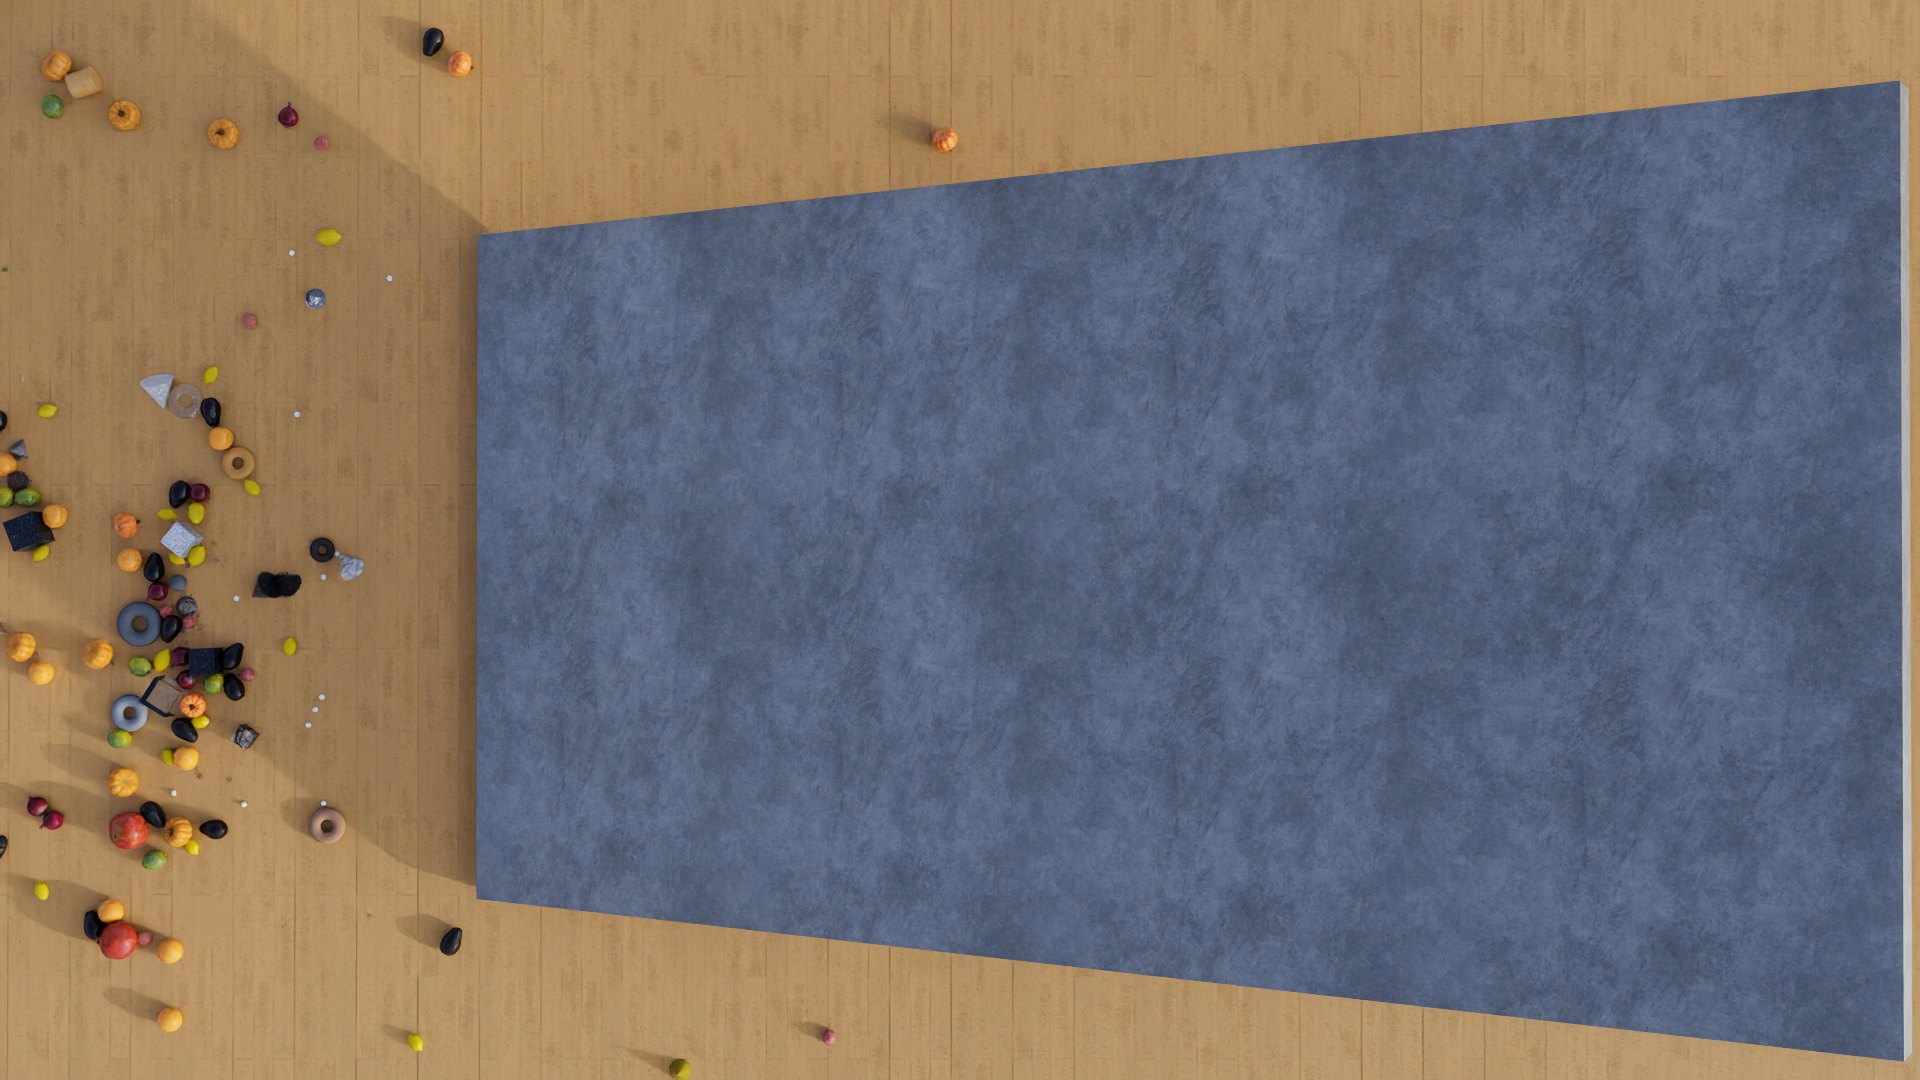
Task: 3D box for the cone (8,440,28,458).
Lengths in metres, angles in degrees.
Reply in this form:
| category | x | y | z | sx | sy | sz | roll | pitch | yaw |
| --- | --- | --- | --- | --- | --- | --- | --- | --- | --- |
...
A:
| category | x | y | z | sx | sy | sz | roll | pitch | yaw |
| --- | --- | --- | --- | --- | --- | --- | --- | --- | --- |
| cone | -2.859 | -0.268 | 6.703 | 0.055 | 0.055 | 0.055 | -31 | 116 | 0 |

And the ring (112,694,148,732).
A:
| category | x | y | z | sx | sy | sz | roll | pitch | yaw |
| --- | --- | --- | --- | --- | --- | --- | --- | --- | --- |
| ring | -2.525 | 0.526 | 6.690 | 0.114 | 0.038 | 0.114 | 0 | 89 | 1 |

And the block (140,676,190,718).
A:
| category | x | y | z | sx | sy | sz | roll | pitch | yaw |
| --- | --- | --- | --- | --- | --- | --- | --- | --- | --- |
| block | -2.410 | 0.473 | 6.664 | 0.089 | 0.089 | 0.089 | 32 | 90 | 0 |

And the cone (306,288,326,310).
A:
| category | x | y | z | sx | sy | sz | roll | pitch | yaw |
| --- | --- | --- | --- | --- | --- | --- | --- | --- | --- |
| cone | -1.969 | -0.737 | 6.687 | 0.064 | 0.064 | 0.064 | 0 | 89 | 0 |

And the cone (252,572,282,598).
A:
| category | x | y | z | sx | sy | sz | roll | pitch | yaw |
| --- | --- | --- | --- | --- | --- | --- | --- | --- | --- |
| cone | -2.128 | 0.156 | 6.691 | 0.089 | 0.089 | 0.089 | -30 | 90 | 26 |

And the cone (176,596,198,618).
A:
| category | x | y | z | sx | sy | sz | roll | pitch | yaw |
| --- | --- | --- | --- | --- | --- | --- | --- | --- | --- |
| cone | -2.360 | 0.203 | 6.678 | 0.065 | 0.065 | 0.065 | 0 | 90 | 0 |

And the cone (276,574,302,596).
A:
| category | x | y | z | sx | sy | sz | roll | pitch | yaw |
| --- | --- | --- | --- | --- | --- | --- | --- | --- | --- |
| cone | -2.061 | 0.121 | 6.695 | 0.076 | 0.076 | 0.076 | 31 | 90 | 27 |

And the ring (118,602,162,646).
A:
| category | x | y | z | sx | sy | sz | roll | pitch | yaw |
| --- | --- | --- | --- | --- | --- | --- | --- | --- | --- |
| ring | -2.494 | 0.256 | 6.688 | 0.137 | 0.046 | 0.137 | 0 | 91 | 0 |

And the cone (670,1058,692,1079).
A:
| category | x | y | z | sx | sy | sz | roll | pitch | yaw |
| --- | --- | --- | --- | --- | --- | --- | --- | --- | --- |
| cone | -0.852 | 1.614 | 6.665 | 0.068 | 0.068 | 0.068 | 0 | 89 | 0 |

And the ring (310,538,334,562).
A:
| category | x | y | z | sx | sy | sz | roll | pitch | yaw |
| --- | --- | --- | --- | --- | --- | --- | --- | --- | --- |
| ring | -1.943 | 0.031 | 6.700 | 0.076 | 0.025 | 0.076 | 0 | 91 | -1 |

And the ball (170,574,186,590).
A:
| category | x | y | z | sx | sy | sz | roll | pitch | yaw |
| --- | --- | --- | --- | --- | --- | --- | --- | --- | --- |
| ball | -2.377 | 0.129 | 6.686 | 0.050 | 0.050 | 0.050 | 0 | 89 | 0 |

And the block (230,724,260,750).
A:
| category | x | y | z | sx | sy | sz | roll | pitch | yaw |
| --- | --- | --- | --- | --- | --- | --- | --- | --- | --- |
| block | -2.173 | 0.597 | 6.681 | 0.053 | 0.053 | 0.053 | 36 | 90 | 0 |

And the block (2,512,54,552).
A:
| category | x | y | z | sx | sy | sz | roll | pitch | yaw |
| --- | --- | --- | --- | --- | --- | --- | --- | --- | --- |
| block | -2.822 | -0.025 | 6.666 | 0.093 | 0.093 | 0.093 | -21 | 90 | 0 |

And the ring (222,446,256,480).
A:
| category | x | y | z | sx | sy | sz | roll | pitch | yaw |
| --- | --- | --- | --- | --- | --- | --- | --- | --- | --- |
| ring | -2.199 | -0.234 | 6.698 | 0.103 | 0.034 | 0.103 | 0 | 90 | -1 |

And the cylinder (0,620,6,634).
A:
| category | x | y | z | sx | sy | sz | roll | pitch | yaw |
| --- | --- | --- | --- | --- | --- | --- | --- | --- | --- |
| cylinder | -2.948 | 0.257 | 6.673 | 0.076 | 0.076 | 0.076 | -23 | 90 | 0 |

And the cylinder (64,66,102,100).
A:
| category | x | y | z | sx | sy | sz | roll | pitch | yaw |
| --- | --- | --- | --- | --- | --- | --- | --- | --- | --- |
| cylinder | -2.665 | -1.390 | 6.686 | 0.078 | 0.078 | 0.078 | -21 | 90 | 1 |

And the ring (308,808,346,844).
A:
| category | x | y | z | sx | sy | sz | roll | pitch | yaw |
| --- | --- | --- | --- | --- | --- | --- | --- | --- | --- |
| ring | -1.925 | 0.869 | 6.687 | 0.111 | 0.037 | 0.111 | 0 | 90 | -1 |

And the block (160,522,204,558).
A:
| category | x | y | z | sx | sy | sz | roll | pitch | yaw |
| --- | --- | --- | --- | --- | --- | --- | --- | --- | --- |
| block | -2.361 | -0.001 | 6.675 | 0.076 | 0.076 | 0.076 | 39 | 90 | 0 |

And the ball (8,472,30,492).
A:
| category | x | y | z | sx | sy | sz | roll | pitch | yaw |
| --- | --- | --- | --- | --- | --- | --- | --- | --- | --- |
| ball | -2.862 | -0.179 | 6.683 | 0.062 | 0.062 | 0.062 | 0 | 89 | 0 |

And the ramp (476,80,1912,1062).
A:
| category | x | y | z | sx | sy | sz | roll | pitch | yaw |
| --- | --- | --- | --- | --- | --- | --- | --- | --- | --- |
| ramp | 0.259 | 0.071 | 5.598 | 4.000 | 0.100 | 2.000 | 0 | 89 | 32 |

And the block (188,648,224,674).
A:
| category | x | y | z | sx | sy | sz | roll | pitch | yaw |
| --- | --- | --- | --- | --- | --- | --- | --- | --- | --- |
| block | -2.287 | 0.367 | 6.671 | 0.077 | 0.077 | 0.077 | -2 | 89 | 0 |

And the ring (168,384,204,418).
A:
| category | x | y | z | sx | sy | sz | roll | pitch | yaw |
| --- | --- | --- | --- | --- | --- | --- | --- | --- | --- |
| ring | -2.357 | -0.423 | 6.699 | 0.109 | 0.036 | 0.109 | 0 | 88 | -1 |
